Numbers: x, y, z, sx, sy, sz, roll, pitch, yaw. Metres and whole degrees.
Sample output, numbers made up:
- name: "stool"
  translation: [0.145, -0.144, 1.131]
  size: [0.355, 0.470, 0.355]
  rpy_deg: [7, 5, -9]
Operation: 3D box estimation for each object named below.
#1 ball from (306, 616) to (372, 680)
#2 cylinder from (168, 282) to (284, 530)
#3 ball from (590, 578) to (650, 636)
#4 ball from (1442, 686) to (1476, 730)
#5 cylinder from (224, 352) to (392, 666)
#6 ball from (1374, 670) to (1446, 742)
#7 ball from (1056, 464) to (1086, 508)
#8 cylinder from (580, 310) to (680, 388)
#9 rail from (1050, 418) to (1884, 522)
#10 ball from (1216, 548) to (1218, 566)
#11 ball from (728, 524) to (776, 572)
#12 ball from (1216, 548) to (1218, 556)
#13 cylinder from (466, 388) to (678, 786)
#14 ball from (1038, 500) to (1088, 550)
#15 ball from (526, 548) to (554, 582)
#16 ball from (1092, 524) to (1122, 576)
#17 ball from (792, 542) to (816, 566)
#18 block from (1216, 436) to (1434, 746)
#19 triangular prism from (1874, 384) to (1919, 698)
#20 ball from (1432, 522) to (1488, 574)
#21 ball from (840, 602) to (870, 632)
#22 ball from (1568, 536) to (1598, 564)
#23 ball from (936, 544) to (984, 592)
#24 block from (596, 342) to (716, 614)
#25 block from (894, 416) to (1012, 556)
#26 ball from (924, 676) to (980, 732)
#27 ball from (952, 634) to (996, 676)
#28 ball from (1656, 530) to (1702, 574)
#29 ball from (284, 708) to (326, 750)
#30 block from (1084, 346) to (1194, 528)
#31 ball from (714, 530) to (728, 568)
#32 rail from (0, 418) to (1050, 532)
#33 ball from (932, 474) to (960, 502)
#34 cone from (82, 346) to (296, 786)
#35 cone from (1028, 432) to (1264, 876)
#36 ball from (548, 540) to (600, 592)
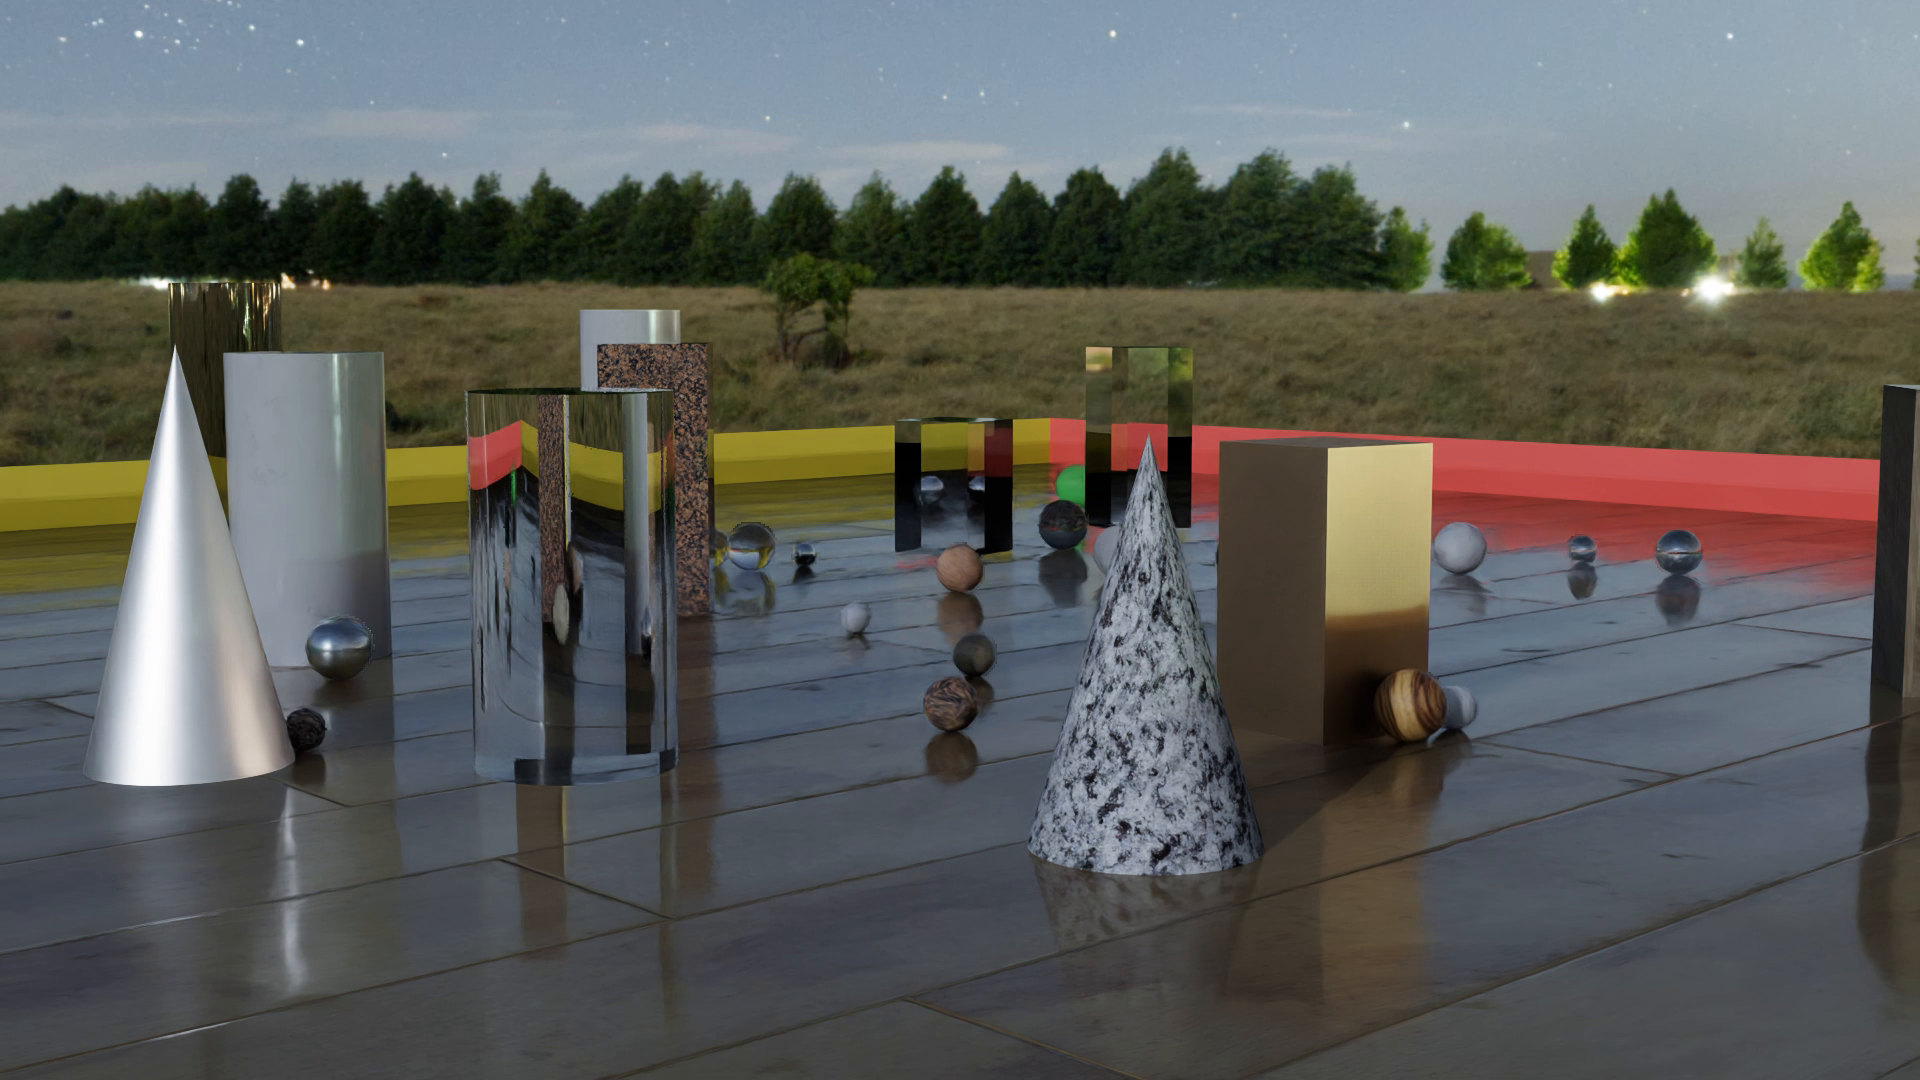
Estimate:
- name: "ball"
  translation: [-0.750, 0.131, 2.657]
  size: [0.077, 0.077, 0.077]
  rpy_deg: [0, 6, 0]
- name: "cylinder"
  translation: [-1.348, -0.225, 4.060]
  size: [0.198, 0.494, 0.198]
  rpy_deg: [0, 6, 0]
- name: "ball"
  translation: [-0.466, 0.092, 3.011]
  size: [0.082, 0.082, 0.082]
  rpy_deg: [0, 6, 0]
- name: "ball"
  translation: [0.526, 0.179, 2.341]
  size: [0.047, 0.047, 0.047]
  rpy_deg: [0, 6, 0]
- name: "cylinder"
  translation: [-0.840, -0.046, 2.837]
  size: [0.198, 0.391, 0.198]
  rpy_deg: [0, 6, 0]
- name: "ball"
  translation: [0.466, 0.172, 2.277]
  size: [0.075, 0.075, 0.075]
  rpy_deg: [0, 6, 0]
- name: "ball"
  translation: [0.265, -0.120, 4.961]
  size: [0.099, 0.099, 0.099]
  rpy_deg: [0, 6, 0]
- name: "cylinder"
  translation: [-0.652, -0.233, 4.369]
  size: [0.198, 0.446, 0.198]
  rpy_deg: [0, 6, 0]
- name: "rail"
  translation: [1.695, -0.129, 4.887]
  size: [0.045, 0.129, 4.268]
  rpy_deg: [-5, 8, -42]
- name: "ball"
  translation: [0.446, 0.028, 3.480]
  size: [0.083, 0.083, 0.083]
  rpy_deg: [0, 6, 0]
- name: "ball"
  translation: [-0.357, 0.013, 3.767]
  size: [0.081, 0.081, 0.081]
  rpy_deg: [0, 6, 0]
- name: "ball"
  translation: [0.473, 0.020, 3.724]
  size: [0.075, 0.075, 0.075]
  rpy_deg: [0, 6, 0]
- name: "cylinder"
  translation: [-0.377, 0.038, 2.147]
  size: [0.198, 0.367, 0.198]
  rpy_deg: [0, 6, 0]
- name: "ball"
  translation: [0.192, -0.028, 4.101]
  size: [0.093, 0.093, 0.093]
  rpy_deg: [0, 6, 0]
- name: "ball"
  translation: [-0.687, 0.041, 3.622]
  size: [0.056, 0.056, 0.056]
  rpy_deg: [0, 6, 0]
- name: "ball"
  translation: [0.266, 0.020, 3.639]
  size: [0.093, 0.093, 0.093]
  rpy_deg: [0, 6, 0]
- name: "ball"
  translation: [-0.271, 0.026, 3.835]
  size: [0.042, 0.042, 0.042]
  rpy_deg: [0, 6, 0]
- name: "block"
  translation: [0.388, 0.048, 2.352]
  size: [0.158, 0.306, 0.158]
  rpy_deg: [-4, 7, -37]
- name: "triangular prism"
  translation: [1.150, -0.005, 2.620]
  size: [0.171, 0.355, 0.149]
  rpy_deg: [-2, 6, -19]
- name: "ball"
  translation: [0.846, 0.013, 3.723]
  size: [0.090, 0.090, 0.090]
  rpy_deg: [0, 6, 0]
- name: "ball"
  translation: [-0.145, 0.108, 3.048]
  size: [0.042, 0.042, 0.042]
  rpy_deg: [0, 6, 0]
- name: "ball"
  translation: [1.097, 0.017, 3.871]
  size: [0.051, 0.051, 0.051]
  rpy_deg: [0, 6, 0]
- name: "ball"
  translation: [0.000, 0.045, 3.481]
  size: [0.076, 0.076, 0.076]
  rpy_deg: [0, 6, 0]
- name: "block"
  translation: [-0.453, -0.096, 3.297]
  size: [0.158, 0.396, 0.158]
  rpy_deg: [0, 6, -3]
- name: "block"
  translation: [-0.011, -0.101, 4.072]
  size: [0.158, 0.244, 0.158]
  rpy_deg: [4, 7, 32]
- name: "ball"
  translation: [-0.009, 0.174, 2.332]
  size: [0.059, 0.059, 0.059]
  rpy_deg: [0, 6, 0]
- name: "ball"
  translation: [0.017, 0.140, 2.685]
  size: [0.052, 0.052, 0.052]
  rpy_deg: [0, 6, 0]
- name: "ball"
  translation: [1.215, 0.020, 3.717]
  size: [0.077, 0.077, 0.077]
  rpy_deg: [0, 6, 0]
- name: "ball"
  translation: [-0.665, 0.193, 2.233]
  size: [0.042, 0.042, 0.042]
  rpy_deg: [0, 6, 0]
- name: "block"
  translation: [0.369, -0.213, 4.543]
  size: [0.158, 0.370, 0.158]
  rpy_deg: [-3, 7, -29]
- name: "ball"
  translation: [-0.432, 0.015, 3.809]
  size: [0.067, 0.067, 0.067]
  rpy_deg: [0, 6, 0]
- name: "rail"
  translation: [-1.431, -0.127, 4.874]
  size: [4.660, 0.129, 0.045]
  rpy_deg: [-5, 8, -42]
- name: "ball"
  translation: [-0.031, -0.122, 5.144]
  size: [0.065, 0.065, 0.065]
  rpy_deg: [0, 6, 0]
- name: "cone"
  translation: [-0.758, 0.016, 2.145]
  size: [0.198, 0.412, 0.198]
  rpy_deg: [0, 6, 0]
- name: "cone"
  translation: [0.155, 0.084, 1.820]
  size: [0.198, 0.345, 0.198]
  rpy_deg: [0, 6, 0]
- name: "ball"
  translation: [-0.613, 0.041, 3.497]
  size: [0.081, 0.081, 0.081]
  rpy_deg: [0, 6, 0]
